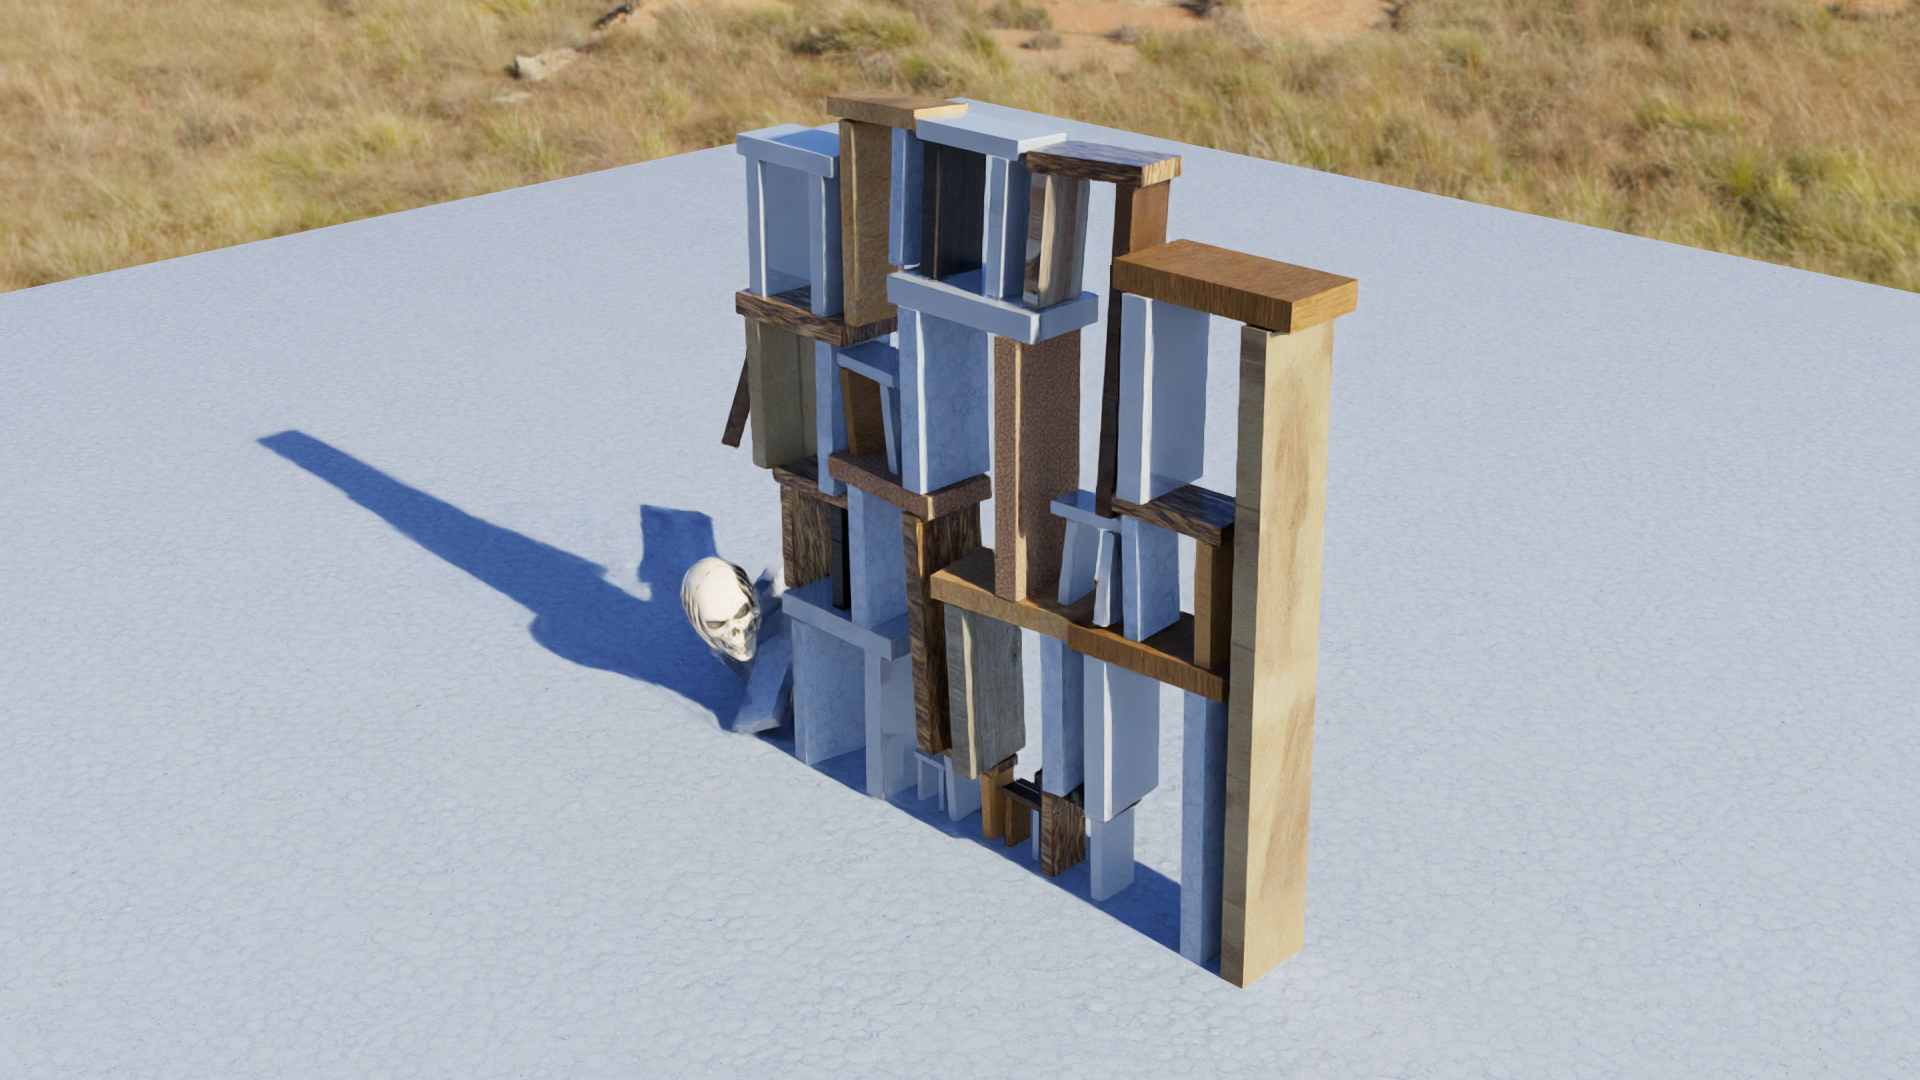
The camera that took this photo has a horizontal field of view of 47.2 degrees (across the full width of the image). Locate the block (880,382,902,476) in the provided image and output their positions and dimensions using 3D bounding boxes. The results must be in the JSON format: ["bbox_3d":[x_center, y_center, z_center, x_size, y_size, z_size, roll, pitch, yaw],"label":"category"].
[{"bbox_3d":[-0.100,-0.223,4.174,0.091,0.182,0.026,-23,30,-32],"label":"block"}]

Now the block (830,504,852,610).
[{"bbox_3d":[-0.208,0.019,4.464,0.032,0.228,0.114,21,31,40],"label":"block"}]

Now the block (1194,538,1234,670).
[{"bbox_3d":[0.446,0.090,3.723,0.033,0.234,0.117,19,32,39],"label":"block"}]

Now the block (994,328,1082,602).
[{"bbox_3d":[0.140,-0.147,3.961,0.050,0.495,0.177,20,31,38],"label":"block"}]

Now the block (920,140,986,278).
[{"bbox_3d":[-0.011,-0.599,3.939,0.121,0.243,0.034,-18,30,-41],"label":"block"}]

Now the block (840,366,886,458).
[{"bbox_3d":[-0.178,-0.258,4.261,0.091,0.182,0.026,-22,29,-32],"label":"block"}]

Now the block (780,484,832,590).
[{"bbox_3d":[-0.315,-0.023,4.562,0.114,0.228,0.032,-21,30,-40],"label":"block"}]

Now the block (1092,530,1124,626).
[{"bbox_3d":[0.276,0.062,3.863,0.024,0.169,0.085,17,19,34],"label":"block"}]

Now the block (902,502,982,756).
[{"bbox_3d":[-0.024,0.163,4.278,0.155,0.514,0.044,-22,31,-34],"label":"block"}]

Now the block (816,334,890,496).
[{"bbox_3d":[-0.209,-0.258,4.341,0.157,0.314,0.044,-21,31,-41],"label":"block"}]

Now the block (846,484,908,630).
[{"bbox_3d":[-0.148,0.009,4.382,0.044,0.310,0.155,21,31,41],"label":"block"}]

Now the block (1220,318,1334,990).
[{"bbox_3d":[0.532,0.203,3.719,0.050,1.216,0.178,21,32,41],"label":"block"}]

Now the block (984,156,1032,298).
[{"bbox_3d":[0.103,-0.553,3.833,0.034,0.243,0.121,22,29,39],"label":"block"}]

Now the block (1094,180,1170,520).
[{"bbox_3d":[0.293,-0.326,3.745,0.033,0.581,0.117,17,26,32],"label":"block"}]

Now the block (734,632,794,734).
[{"bbox_3d":[-0.410,0.309,4.783,0.114,0.032,0.229,-16,45,38],"label":"block"}]

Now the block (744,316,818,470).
[{"bbox_3d":[-0.353,-0.315,4.476,0.157,0.314,0.044,-19,28,-37],"label":"block"}]

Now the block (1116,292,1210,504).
[{"bbox_3d":[0.342,-0.255,3.693,0.050,0.356,0.178,19,29,38],"label":"block"}]

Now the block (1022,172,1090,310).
[{"bbox_3d":[0.167,-0.523,3.777,0.033,0.235,0.117,24,32,37],"label":"block"}]

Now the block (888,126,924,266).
[{"bbox_3d":[-0.066,-0.631,4.002,0.125,0.249,0.035,-14,26,-37],"label":"block"}]

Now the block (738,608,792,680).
[{"bbox_3d":[-0.406,0.222,4.997,0.032,0.114,0.229,21,50,31],"label":"block"}]

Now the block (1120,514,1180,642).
[{"bbox_3d":[0.332,0.049,3.824,0.033,0.234,0.117,17,30,40],"label":"block"}]

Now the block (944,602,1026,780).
[{"bbox_3d":[0.050,0.262,4.229,0.046,0.370,0.163,18,32,38],"label":"block"}]

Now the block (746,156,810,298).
[{"bbox_3d":[-0.354,-0.630,4.347,0.138,0.276,0.039,-21,31,-40],"label":"block"}]

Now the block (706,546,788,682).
[{"bbox_3d":[-0.334,0.005,5.033,0.038,0.133,0.697,27,75,33],"label":"block"}]

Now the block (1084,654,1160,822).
[{"bbox_3d":[0.295,0.331,4.006,0.047,0.332,0.166,18,31,37],"label":"block"}]

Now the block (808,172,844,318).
[{"bbox_3d":[-0.224,-0.579,4.227,0.138,0.276,0.039,-21,31,-40],"label":"block"}]

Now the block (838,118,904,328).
[{"bbox_3d":[-0.165,-0.604,4.144,0.125,0.388,0.035,-21,30,-40],"label":"block"}]

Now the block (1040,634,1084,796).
[{"bbox_3d":[0.218,0.296,4.091,0.046,0.327,0.163,16,29,34],"label":"block"}]

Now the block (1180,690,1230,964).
[{"bbox_3d":[0.467,0.484,3.915,0.166,0.546,0.047,-23,32,-40],"label":"block"}]

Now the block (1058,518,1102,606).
[{"bbox_3d":[0.217,0.025,3.965,0.024,0.175,0.085,23,33,29],"label":"block"}]

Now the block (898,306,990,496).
[{"bbox_3d":[-0.028,-0.277,4.081,0.177,0.354,0.050,-21,30,-39],"label":"block"}]
